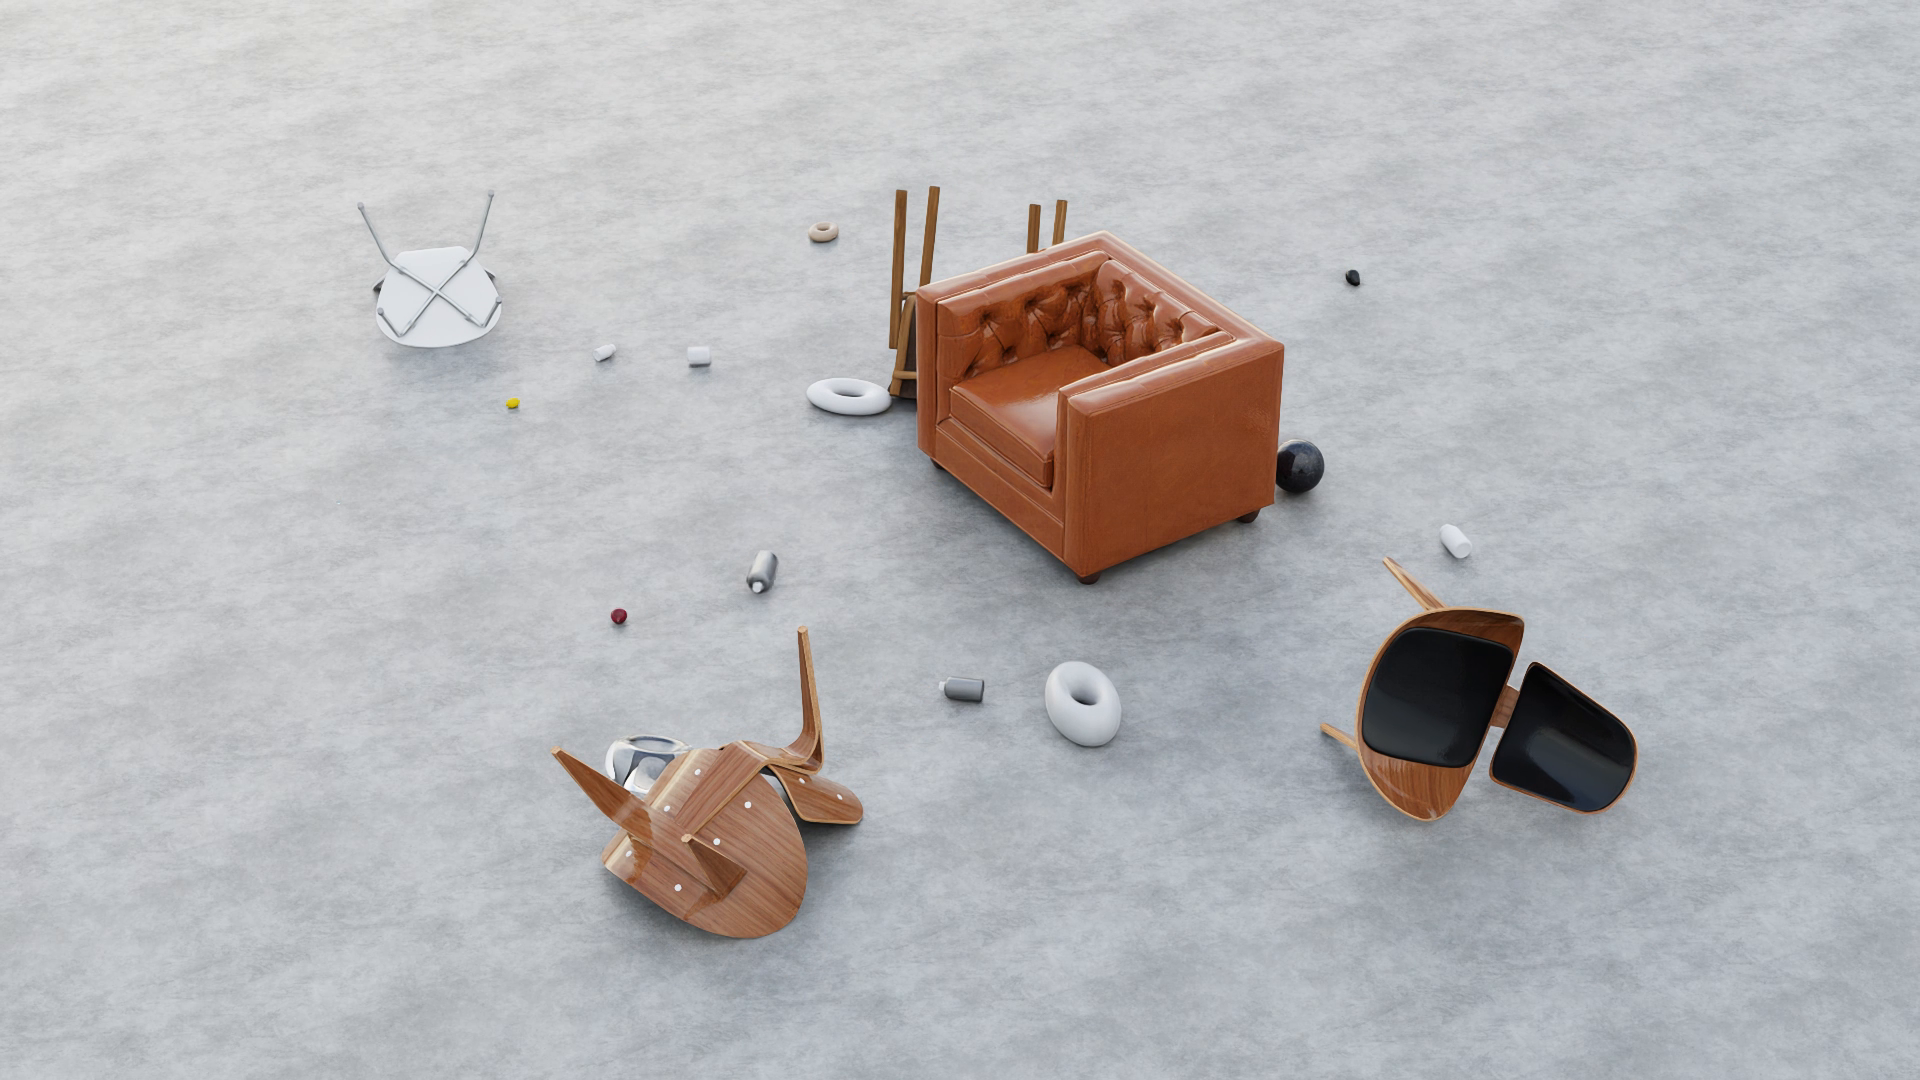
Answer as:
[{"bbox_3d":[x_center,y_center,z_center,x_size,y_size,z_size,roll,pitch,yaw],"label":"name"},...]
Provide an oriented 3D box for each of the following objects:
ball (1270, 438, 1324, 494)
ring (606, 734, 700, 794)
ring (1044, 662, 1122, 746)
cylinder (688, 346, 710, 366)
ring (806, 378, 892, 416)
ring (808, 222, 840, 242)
[{"bbox_3d":[1.285,-0.283,11.181,0.212,0.212,0.212,0,33,0],"label":"ball"},{"bbox_3d":[-1.012,0.738,9.656,0.314,0.145,0.280,5,12,-18],"label":"ring"},{"bbox_3d":[0.418,0.556,9.973,0.244,0.144,0.386,-7,35,-14],"label":"ring"},{"bbox_3d":[-1.073,-0.757,12.040,0.088,0.059,0.101,-4,36,-5],"label":"cylinder"},{"bbox_3d":[-0.442,-0.575,11.753,0.358,0.072,0.218,9,34,15],"label":"ring"},{"bbox_3d":[-0.603,-1.364,12.970,0.125,0.049,0.149,27,41,33],"label":"ring"}]
